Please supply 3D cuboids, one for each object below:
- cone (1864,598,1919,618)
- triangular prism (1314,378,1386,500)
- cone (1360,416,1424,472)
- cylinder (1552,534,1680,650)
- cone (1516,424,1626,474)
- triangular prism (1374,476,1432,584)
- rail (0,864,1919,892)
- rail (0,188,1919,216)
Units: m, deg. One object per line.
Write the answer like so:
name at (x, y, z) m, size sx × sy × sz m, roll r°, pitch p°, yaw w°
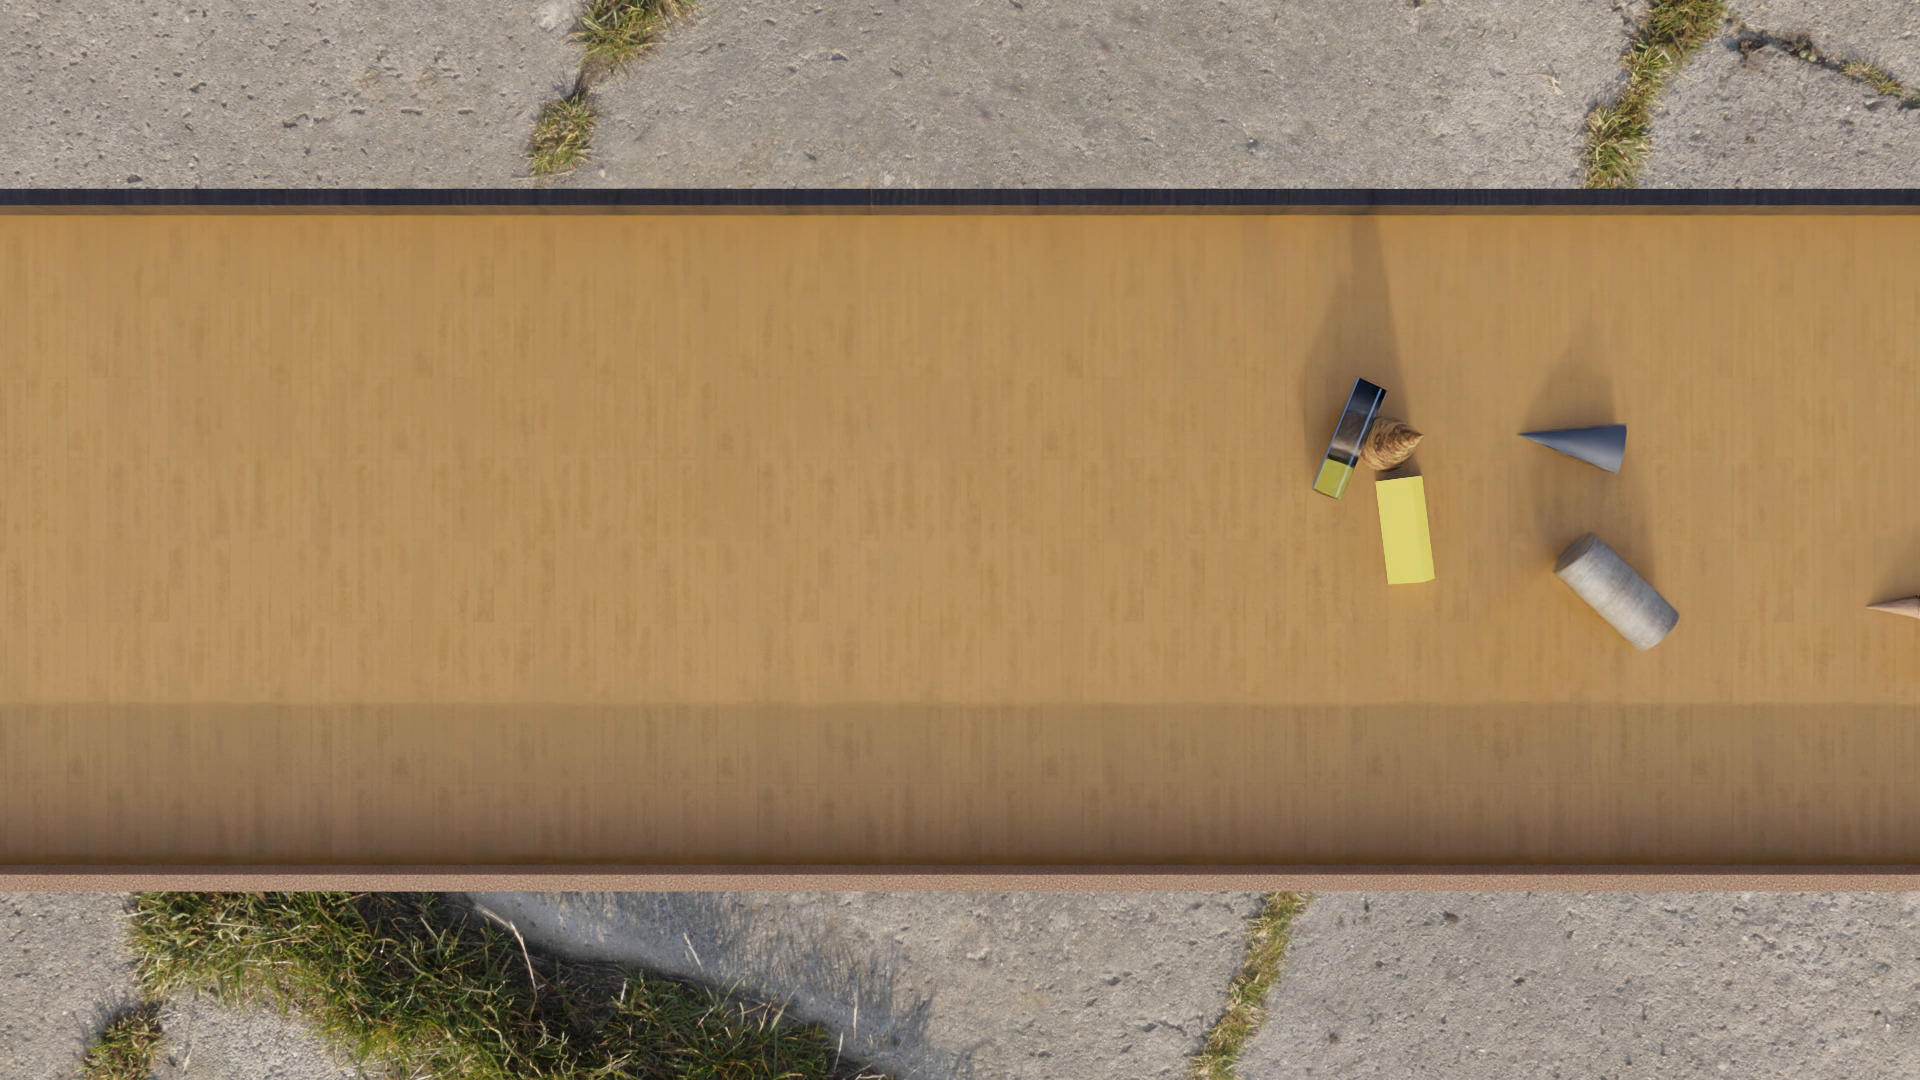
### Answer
cone at (2.931, 0.207, 5.045) m, size 0.305 × 0.126 × 0.126 m, roll 0°, pitch 90°, yaw 12°
triangular prism at (1.164, -0.312, 5.009) m, size 0.088 × 0.102 × 0.361 m, roll 23°, pitch 90°, yaw -43°
cone at (1.309, -0.295, 4.861) m, size 0.172 × 0.430 × 0.172 m, roll 0°, pitch 90°, yaw 0°
cylinder at (1.985, 0.158, 4.995) m, size 0.350 × 0.163 × 0.163 m, roll 43°, pitch 90°, yaw 0°
cone at (1.858, -0.299, 5.040) m, size 0.307 × 0.151 × 0.151 m, roll 10°, pitch 90°, yaw 14°
triangular prism at (1.370, -0.030, 5.012) m, size 0.142 × 0.123 × 0.317 m, roll -9°, pitch 93°, yaw -5°
rail at (-2.247, 1.025, 5.001) m, size 12.000 × 0.150 × 0.050 m, roll 0°, pitch 90°, yaw 0°
rail at (-2.247, -1.025, 5.002) m, size 12.000 × 0.150 × 0.050 m, roll 0°, pitch 90°, yaw 0°
